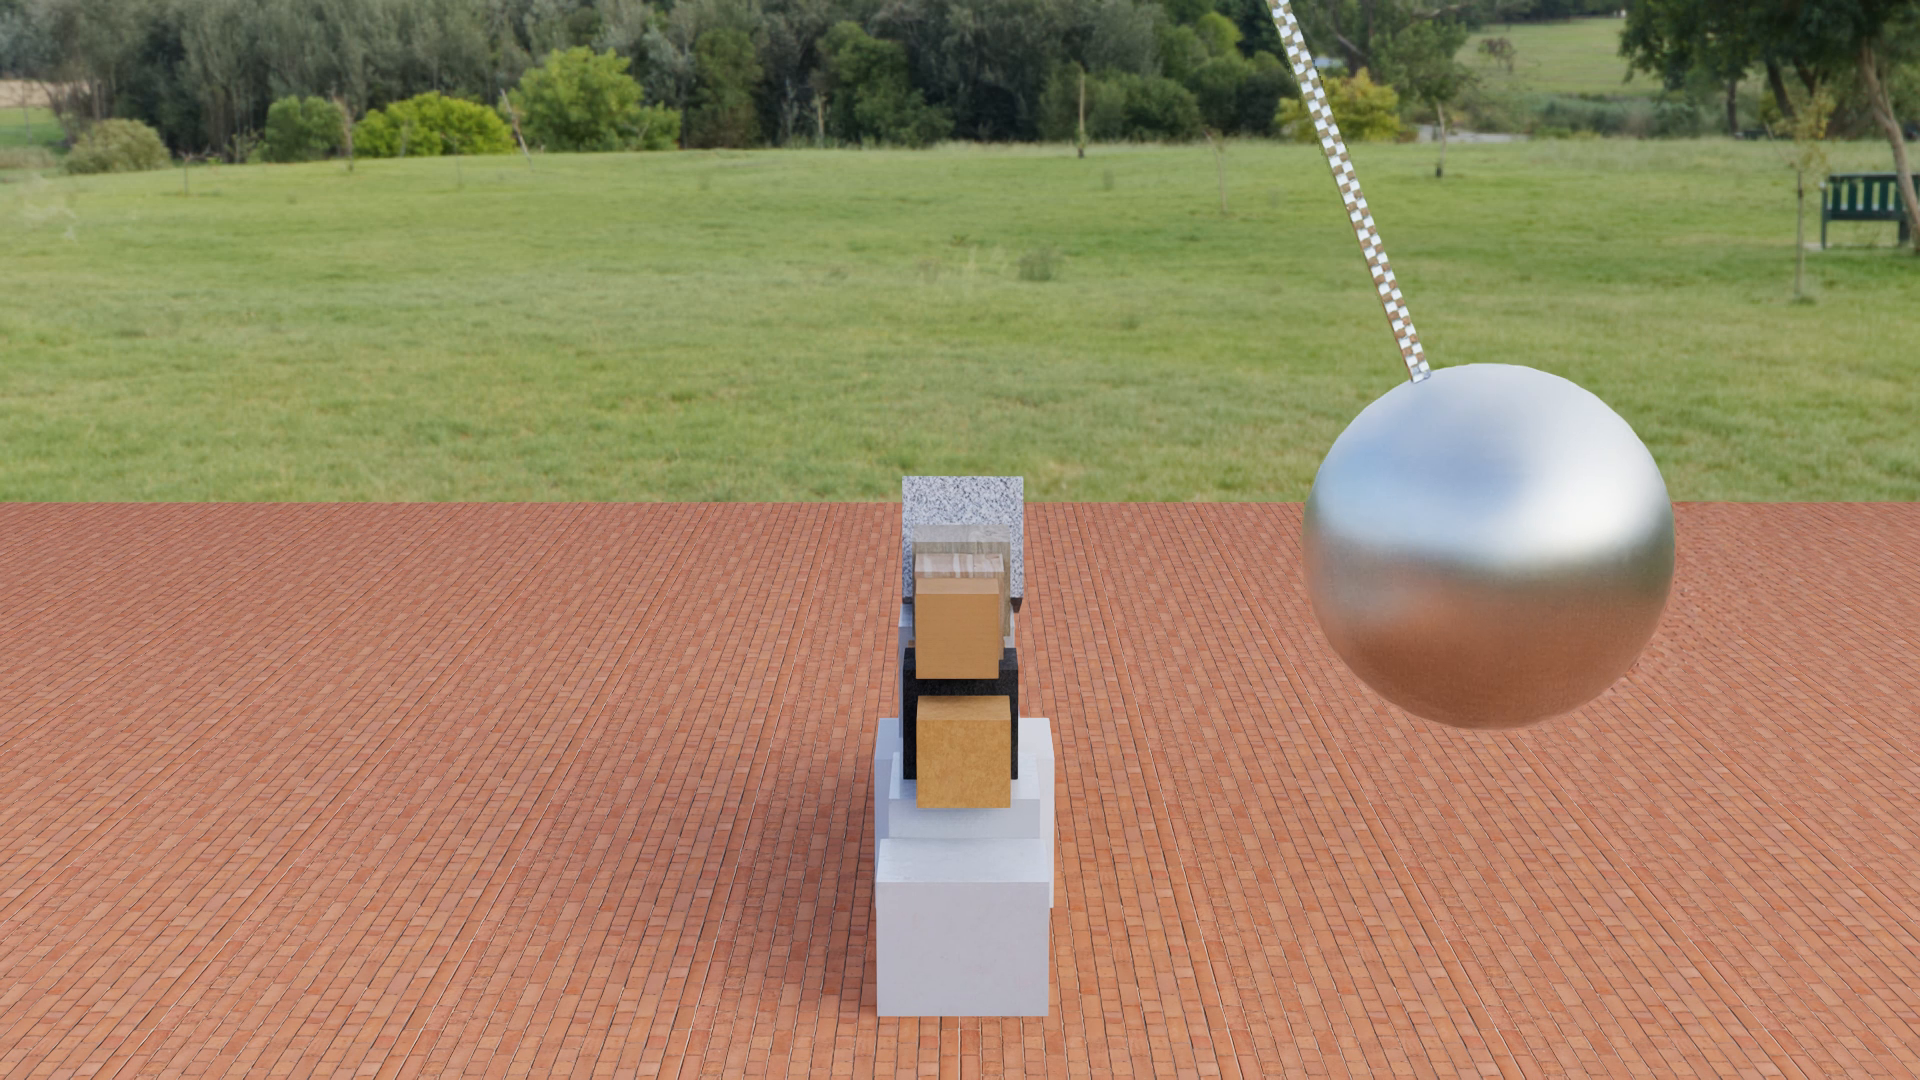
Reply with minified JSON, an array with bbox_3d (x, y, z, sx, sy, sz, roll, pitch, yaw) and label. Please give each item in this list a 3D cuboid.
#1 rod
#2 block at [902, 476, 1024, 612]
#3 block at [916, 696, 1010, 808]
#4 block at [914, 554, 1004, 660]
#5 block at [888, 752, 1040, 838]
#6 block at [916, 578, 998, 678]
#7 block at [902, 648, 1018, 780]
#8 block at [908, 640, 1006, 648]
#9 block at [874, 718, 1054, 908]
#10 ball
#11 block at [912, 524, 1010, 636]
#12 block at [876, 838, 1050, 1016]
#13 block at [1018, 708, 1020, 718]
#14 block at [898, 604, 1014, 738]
[{"bbox_3d":[0.994,-3.062,10.624,0.080,5.200,0.080,-22,10,4],"label":"rod"},{"bbox_3d":[0.008,0.027,11.660,0.537,0.542,0.569,0,-9,-1],"label":"block"},{"bbox_3d":[0.014,0.834,10.152,0.365,0.352,0.402,0,10,0],"label":"block"},{"bbox_3d":[-0.003,0.273,10.652,0.362,0.367,0.403,0,10,0],"label":"block"},{"bbox_3d":[0.018,1.295,10.520,0.597,0.687,0.707,0,10,0],"label":"block"},{"bbox_3d":[-0.011,0.351,10.287,0.327,0.343,0.324,0,10,0],"label":"block"},{"bbox_3d":[0.003,0.709,10.550,0.465,0.455,0.406,0,10,0],"label":"block"},{"bbox_3d":[-0.014,0.665,10.949,0.416,0.410,0.367,0,9,0],"label":"block"},{"bbox_3d":[0.019,1.184,11.229,0.760,0.654,0.707,0,10,0],"label":"block"},{"bbox_3d":[2.295,0.029,11.186,1.600,1.600,1.600,0,10,0],"label":"ball"},{"bbox_3d":[0.006,0.171,11.065,0.415,0.408,0.427,0,10,0],"label":"block"},{"bbox_3d":[0.011,1.488,9.905,0.647,0.528,0.552,0,10,0],"label":"block"},{"bbox_3d":[-0.004,1.074,11.880,0.549,0.637,0.594,0,10,0],"label":"block"},{"bbox_3d":[-0.014,0.574,11.372,0.503,0.495,0.486,0,10,0],"label":"block"}]
